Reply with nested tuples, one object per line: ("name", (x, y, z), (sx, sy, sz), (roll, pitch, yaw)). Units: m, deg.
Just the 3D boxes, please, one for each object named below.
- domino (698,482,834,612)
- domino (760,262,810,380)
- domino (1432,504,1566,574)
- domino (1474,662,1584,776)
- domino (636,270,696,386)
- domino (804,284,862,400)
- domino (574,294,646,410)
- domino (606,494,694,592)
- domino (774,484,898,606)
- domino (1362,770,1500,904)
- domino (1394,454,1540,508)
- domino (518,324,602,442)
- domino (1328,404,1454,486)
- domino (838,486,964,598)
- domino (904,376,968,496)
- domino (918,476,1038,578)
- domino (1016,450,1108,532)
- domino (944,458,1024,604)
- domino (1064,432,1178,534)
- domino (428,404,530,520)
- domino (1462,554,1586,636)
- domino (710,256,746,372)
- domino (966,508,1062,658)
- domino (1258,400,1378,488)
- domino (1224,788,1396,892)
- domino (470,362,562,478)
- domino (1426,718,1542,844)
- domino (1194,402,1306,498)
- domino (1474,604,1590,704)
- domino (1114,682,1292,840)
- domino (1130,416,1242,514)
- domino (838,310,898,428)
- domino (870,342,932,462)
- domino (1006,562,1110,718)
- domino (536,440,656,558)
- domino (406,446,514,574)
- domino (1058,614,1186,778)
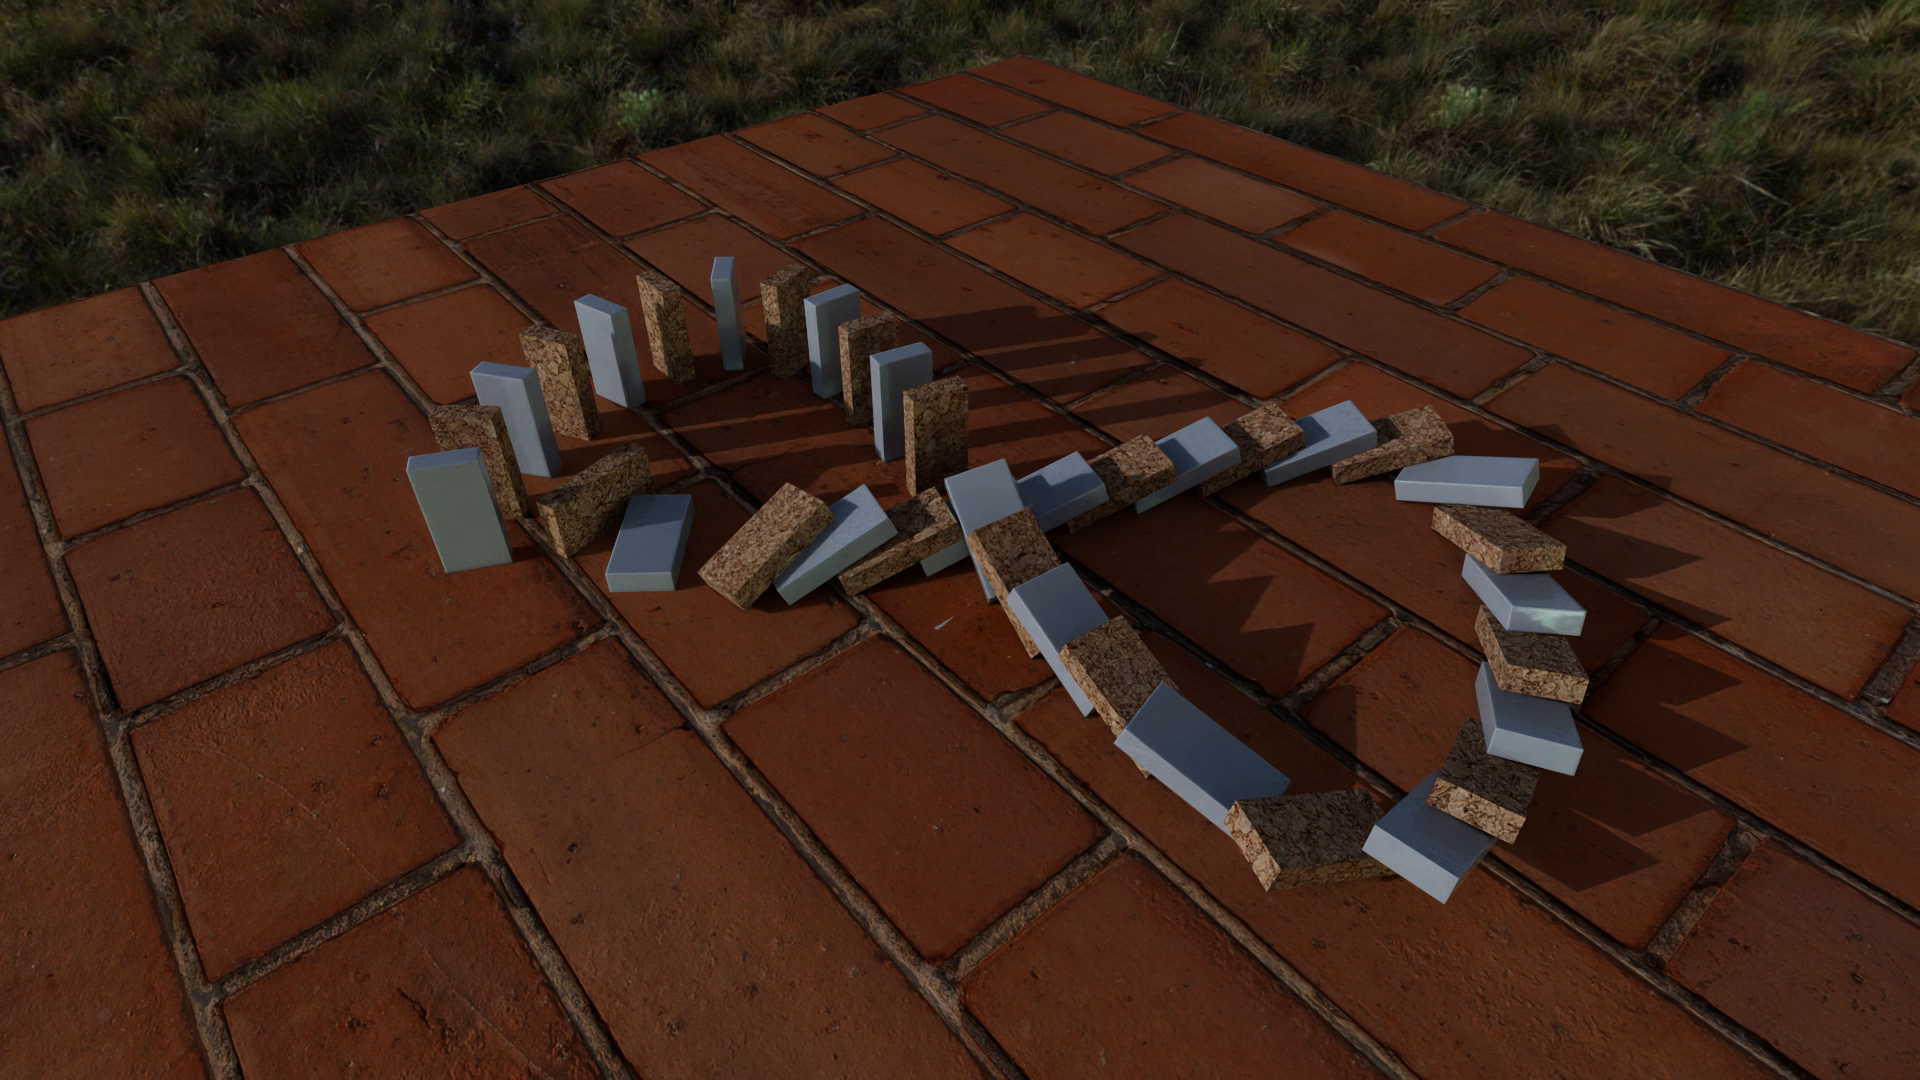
("domino", (-0.075, 0.002, 0.425), (0.025, 0.009, 0.050), (27, 67, 41))
("domino", (-0.084, -0.108, 0.543), (0.010, 0.050, 0.025), (20, 43, 22))
("domino", (0.211, -0.001, 0.433), (0.025, 0.010, 0.050), (-4, 21, -5))
("domino", (0.186, 0.057, 0.361), (0.025, 0.010, 0.050), (13, 23, 16))
("domino", (-0.144, -0.104, 0.538), (0.009, 0.050, 0.025), (-29, 47, -31))
("domino", (-0.060, -0.095, 0.527), (0.025, 0.050, 0.009), (-29, 47, -30))
("domino", (-0.165, -0.089, 0.520), (0.025, 0.050, 0.009), (24, 45, 26))
("domino", (-0.124, 0.001, 0.443), (0.025, 0.010, 0.050), (-1, 39, -1))
("domino", (-0.051, 0.001, 0.426), (0.050, 0.010, 0.025), (-34, 44, -4))
("domino", (0.142, 0.086, 0.325), (0.025, 0.010, 0.050), (32, 29, 33))
("domino", (0.212, -0.025, 0.461), (0.050, 0.010, 0.025), (7, 35, 40))
("domino", (-0.180, -0.071, 0.498), (0.025, 0.050, 0.010), (15, 42, 18))
("domino", (0.186, -0.042, 0.483), (0.050, 0.010, 0.025), (-16, 38, 9))
("domino", (-0.026, 0.000, 0.432), (0.050, 0.010, 0.025), (-27, 44, -5))
("domino", (-0.010, -0.042, 0.463), (0.025, 0.050, 0.010), (-18, 43, -21))
("domino", (0.003, -0.007, 0.441), (0.050, 0.010, 0.025), (-27, 44, -5))
("domino", (0.033, -0.016, 0.451), (0.050, 0.009, 0.025), (-27, 44, -5))
("domino", (0.014, -0.004, 0.423), (0.025, 0.010, 0.050), (-19, 77, -5))
("domino", (0.062, -0.024, 0.461), (0.050, 0.010, 0.025), (-27, 43, -4))
("domino", (-0.196, -0.031, 0.450), (0.025, 0.050, 0.009), (1, 39, 1))
("domino", (0.208, 0.019, 0.408), (0.025, 0.010, 0.050), (4, 21, 5))
("domino", (-0.115, -0.113, 0.549), (0.009, 0.050, 0.025), (-3, 39, -4))
("domino", (0.026, 0.015, 0.405), (0.025, 0.010, 0.050), (-23, 77, -25))
("domino", (0.154, -0.043, 0.484), (0.050, 0.009, 0.025), (-21, 40, 3))
("domino", (0.106, 0.088, 0.325), (0.050, 0.010, 0.025), (1, 36, -24))
("domino", (-0.191, -0.051, 0.474), (0.025, 0.050, 0.009), (9, 40, 11))
("domino", (0.164, 0.073, 0.341), (0.025, 0.009, 0.050), (25, 26, 26))
("domino", (0.122, -0.040, 0.480), (0.050, 0.010, 0.025), (-26, 43, -3))
("domino", (0.198, 0.039, 0.384), (0.025, 0.010, 0.050), (10, 22, 12))
("domino", (0.076, 0.070, 0.346), (0.050, 0.010, 0.025), (38, 50, 13))
("domino", (0.092, -0.032, 0.471), (0.050, 0.009, 0.025), (-27, 43, -4))
("domino", (-0.041, -0.078, 0.507), (0.025, 0.050, 0.010), (-21, 44, -24))
("domino", (-0.025, -0.060, 0.485), (0.025, 0.050, 0.010), (-19, 43, -22))
("domino", (0.041, 0.034, 0.387), (0.025, 0.009, 0.050), (-24, 68, -26))
("domino", (-0.148, -0.017, 0.452), (0.009, 0.025, 0.050), (22, 44, 24))
("domino", (-0.192, -0.011, 0.425), (0.025, 0.050, 0.010), (-10, 40, -12))
("domino", (0.058, 0.051, 0.368), (0.025, 0.010, 0.050), (-24, 65, -26))
